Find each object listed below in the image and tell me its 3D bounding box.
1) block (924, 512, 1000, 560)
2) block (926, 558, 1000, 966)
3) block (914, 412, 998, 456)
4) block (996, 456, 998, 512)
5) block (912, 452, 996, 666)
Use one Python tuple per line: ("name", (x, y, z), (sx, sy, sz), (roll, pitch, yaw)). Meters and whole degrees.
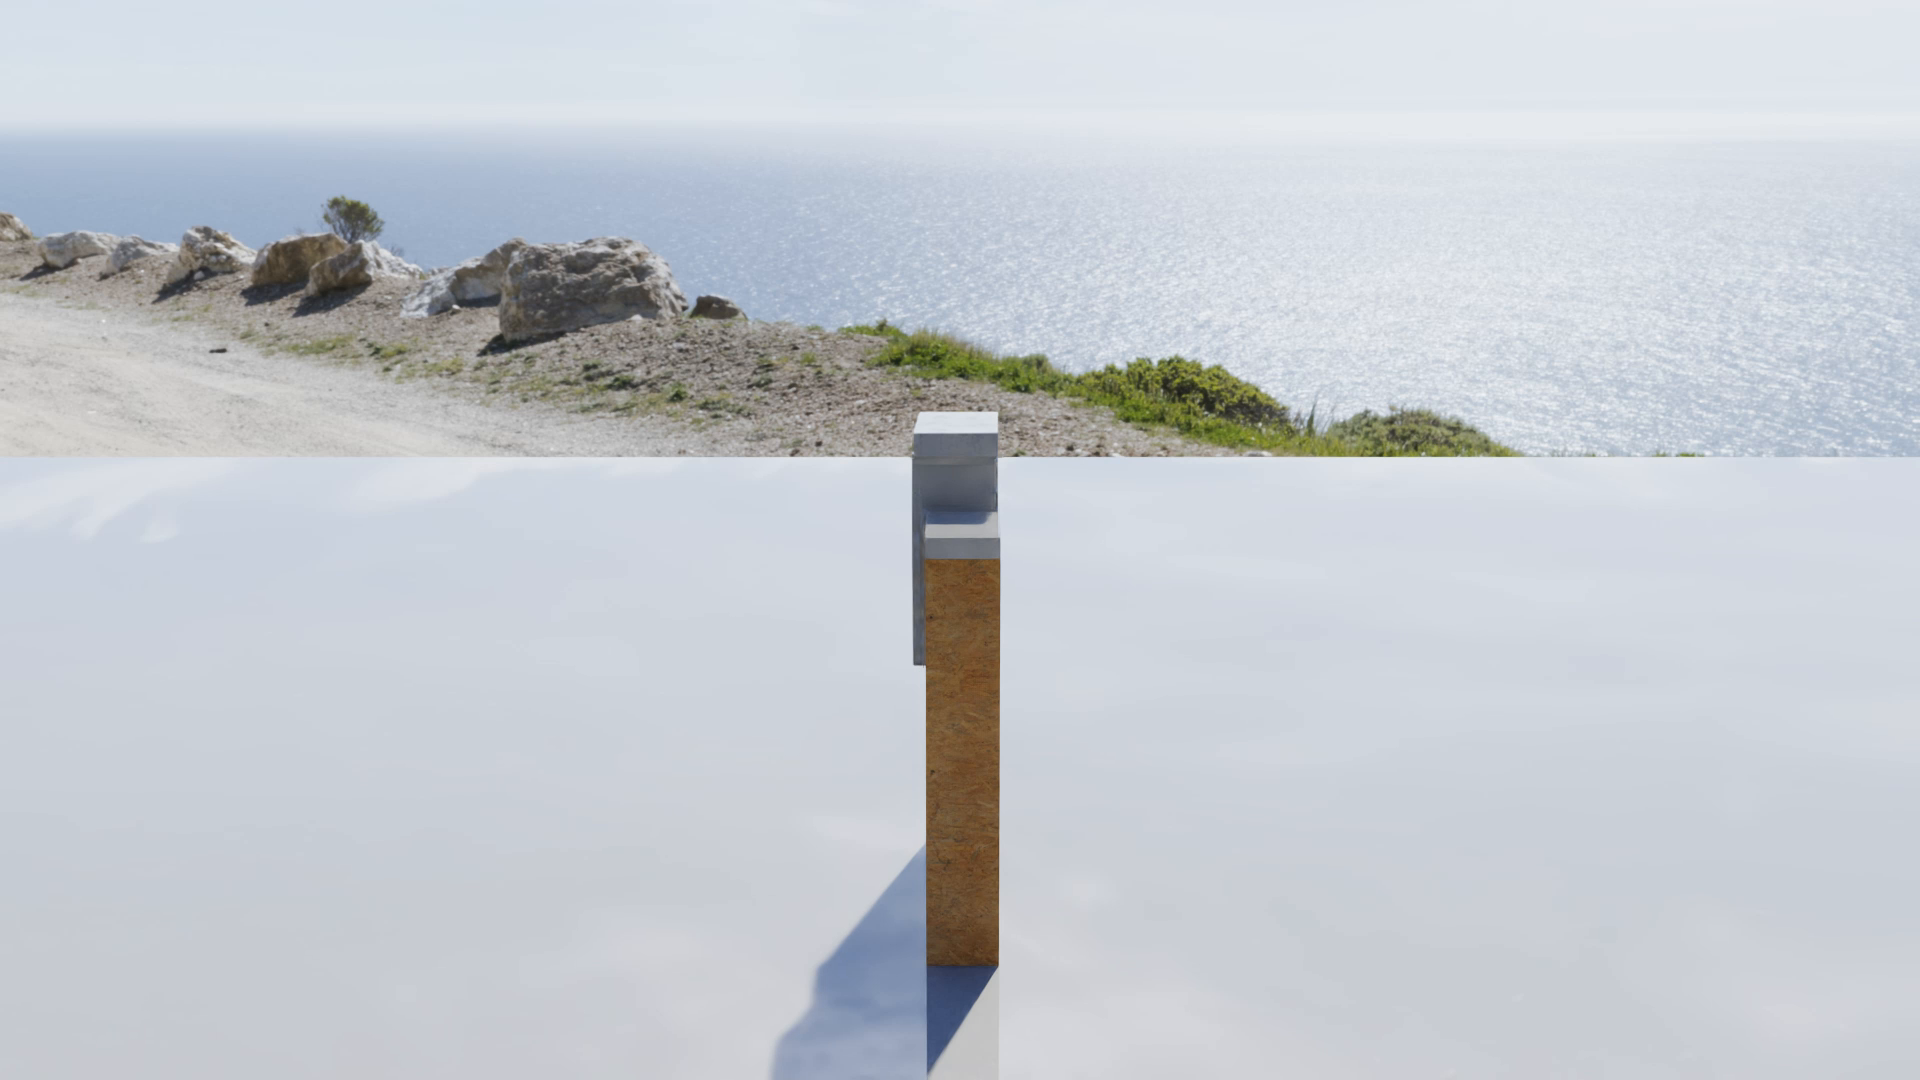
("block", (0.003, -0.008, 3.322), (0.111, 0.031, 0.221), (0, 11, 0))
("block", (0.004, 0.333, 3.310), (0.111, 0.635, 0.031), (0, 11, 0))
("block", (-0.004, -0.172, 3.544), (0.131, 0.037, 0.262), (0, 11, 1))
("block", (-0.002, -0.040, 3.656), (0.131, 0.262, 0.037), (0, 10, 0))
("block", (-0.010, 0.030, 3.492), (0.131, 0.339, 0.037), (0, 10, -1))
